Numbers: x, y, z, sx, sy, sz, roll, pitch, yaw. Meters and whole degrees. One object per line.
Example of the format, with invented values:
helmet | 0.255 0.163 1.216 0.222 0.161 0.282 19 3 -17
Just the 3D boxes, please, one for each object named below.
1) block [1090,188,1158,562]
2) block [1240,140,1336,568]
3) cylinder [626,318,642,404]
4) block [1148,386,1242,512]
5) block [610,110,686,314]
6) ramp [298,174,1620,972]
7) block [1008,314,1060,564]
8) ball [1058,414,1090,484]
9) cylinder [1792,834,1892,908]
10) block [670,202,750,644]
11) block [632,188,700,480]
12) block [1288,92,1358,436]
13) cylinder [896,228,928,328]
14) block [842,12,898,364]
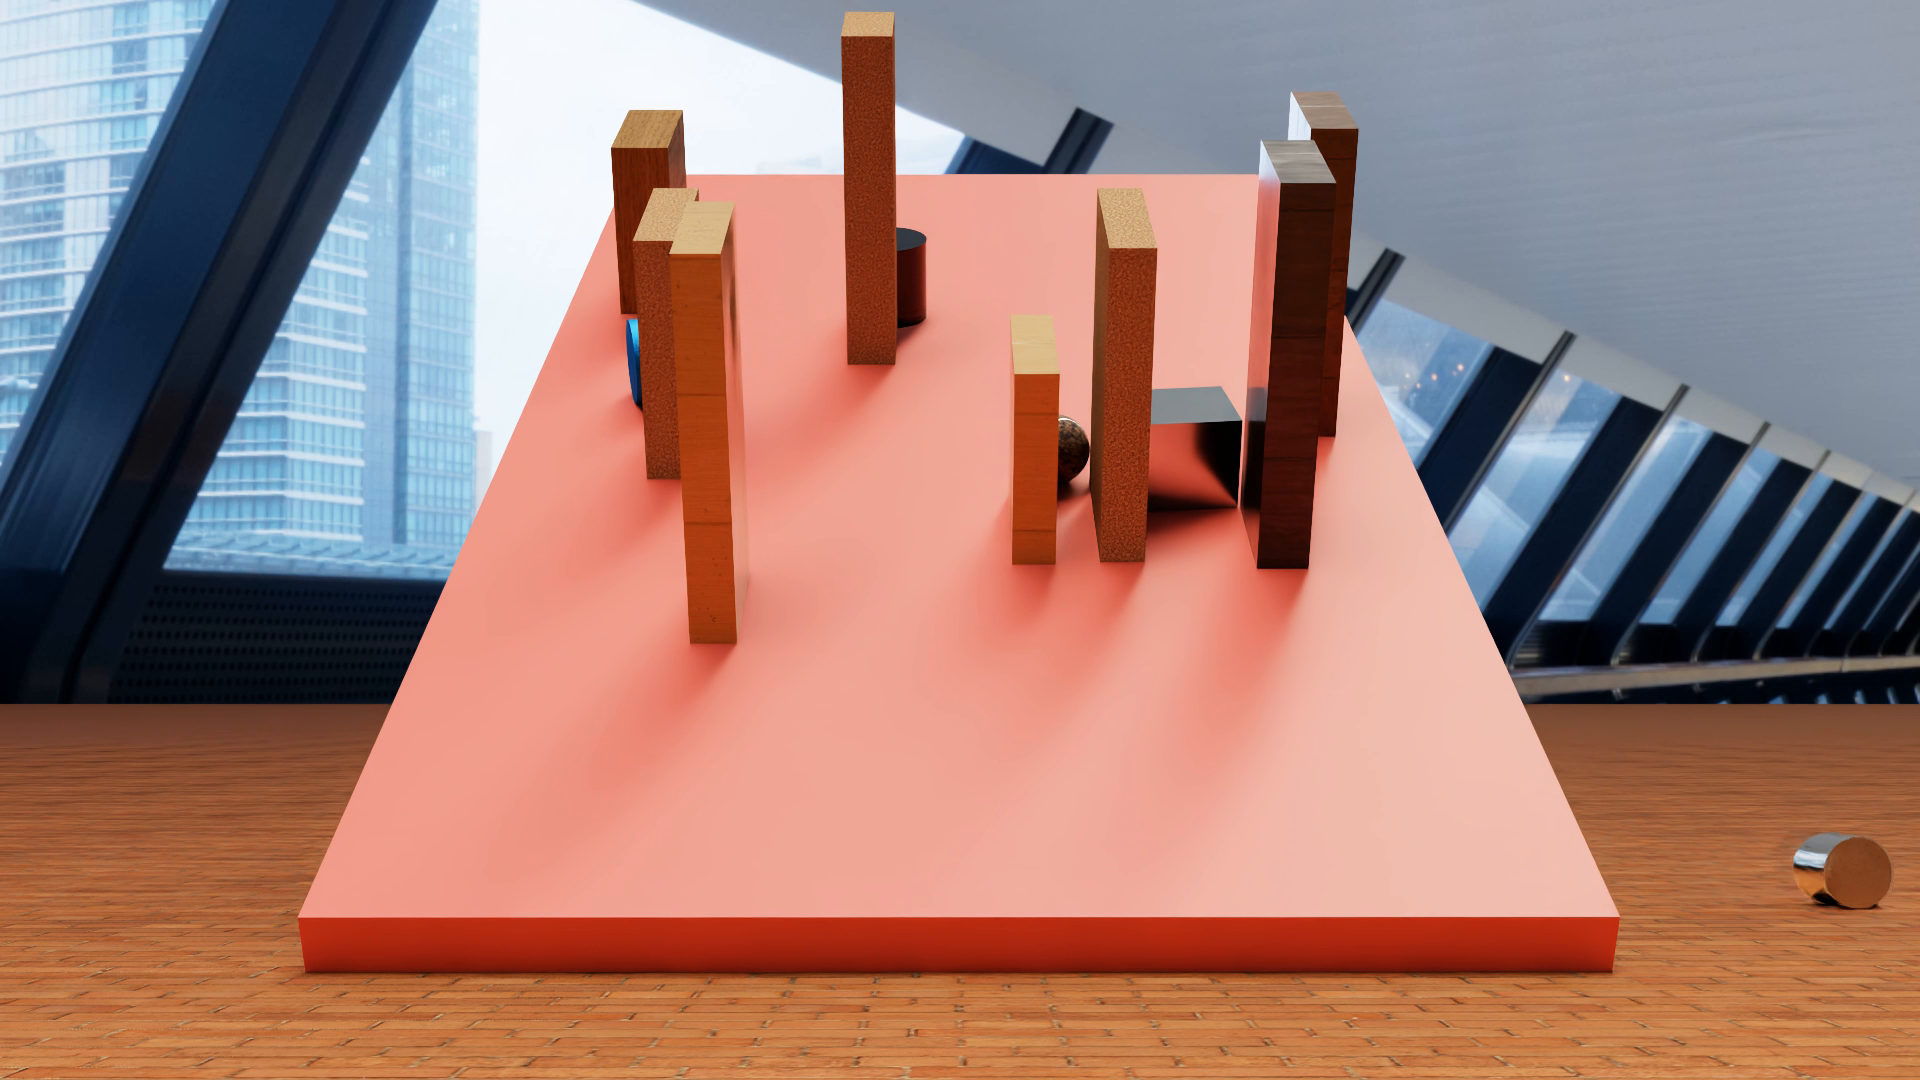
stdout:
block | 0.324 -0.336 4.714 0.090 0.653 0.395 0 25 0
block | 0.641 -0.363 4.613 0.103 0.789 0.297 0 25 0
cylinder | -0.665 -0.422 5.437 0.195 0.195 0.195 -6 -2 -13
block | 0.473 -0.194 4.950 0.197 0.197 0.197 -3 25 -6
block | -0.799 -0.856 6.081 0.142 0.436 0.372 0 25 0
ramp | -0.009 -0.229 5.375 2.000 0.100 4.000 0 25 0
block | 0.147 -0.206 4.729 0.087 0.405 0.340 0 25 0
ball | 0.202 -0.194 5.004 0.152 0.152 0.152 0 -4 0
cylinder | 1.779 0.667 4.723 0.141 0.141 0.141 0 -4 -5
block | -0.458 -0.215 4.329 0.088 0.756 0.308 0 25 0
block | -0.625 -0.453 5.101 0.099 0.535 0.379 0 25 0
block | 0.794 -0.620 5.262 0.102 0.707 0.316 0 25 0
cylinder | -0.186 -0.668 5.956 0.204 0.204 0.204 0 25 0
block | -0.214 -0.841 5.622 0.116 0.799 0.255 0 25 0
